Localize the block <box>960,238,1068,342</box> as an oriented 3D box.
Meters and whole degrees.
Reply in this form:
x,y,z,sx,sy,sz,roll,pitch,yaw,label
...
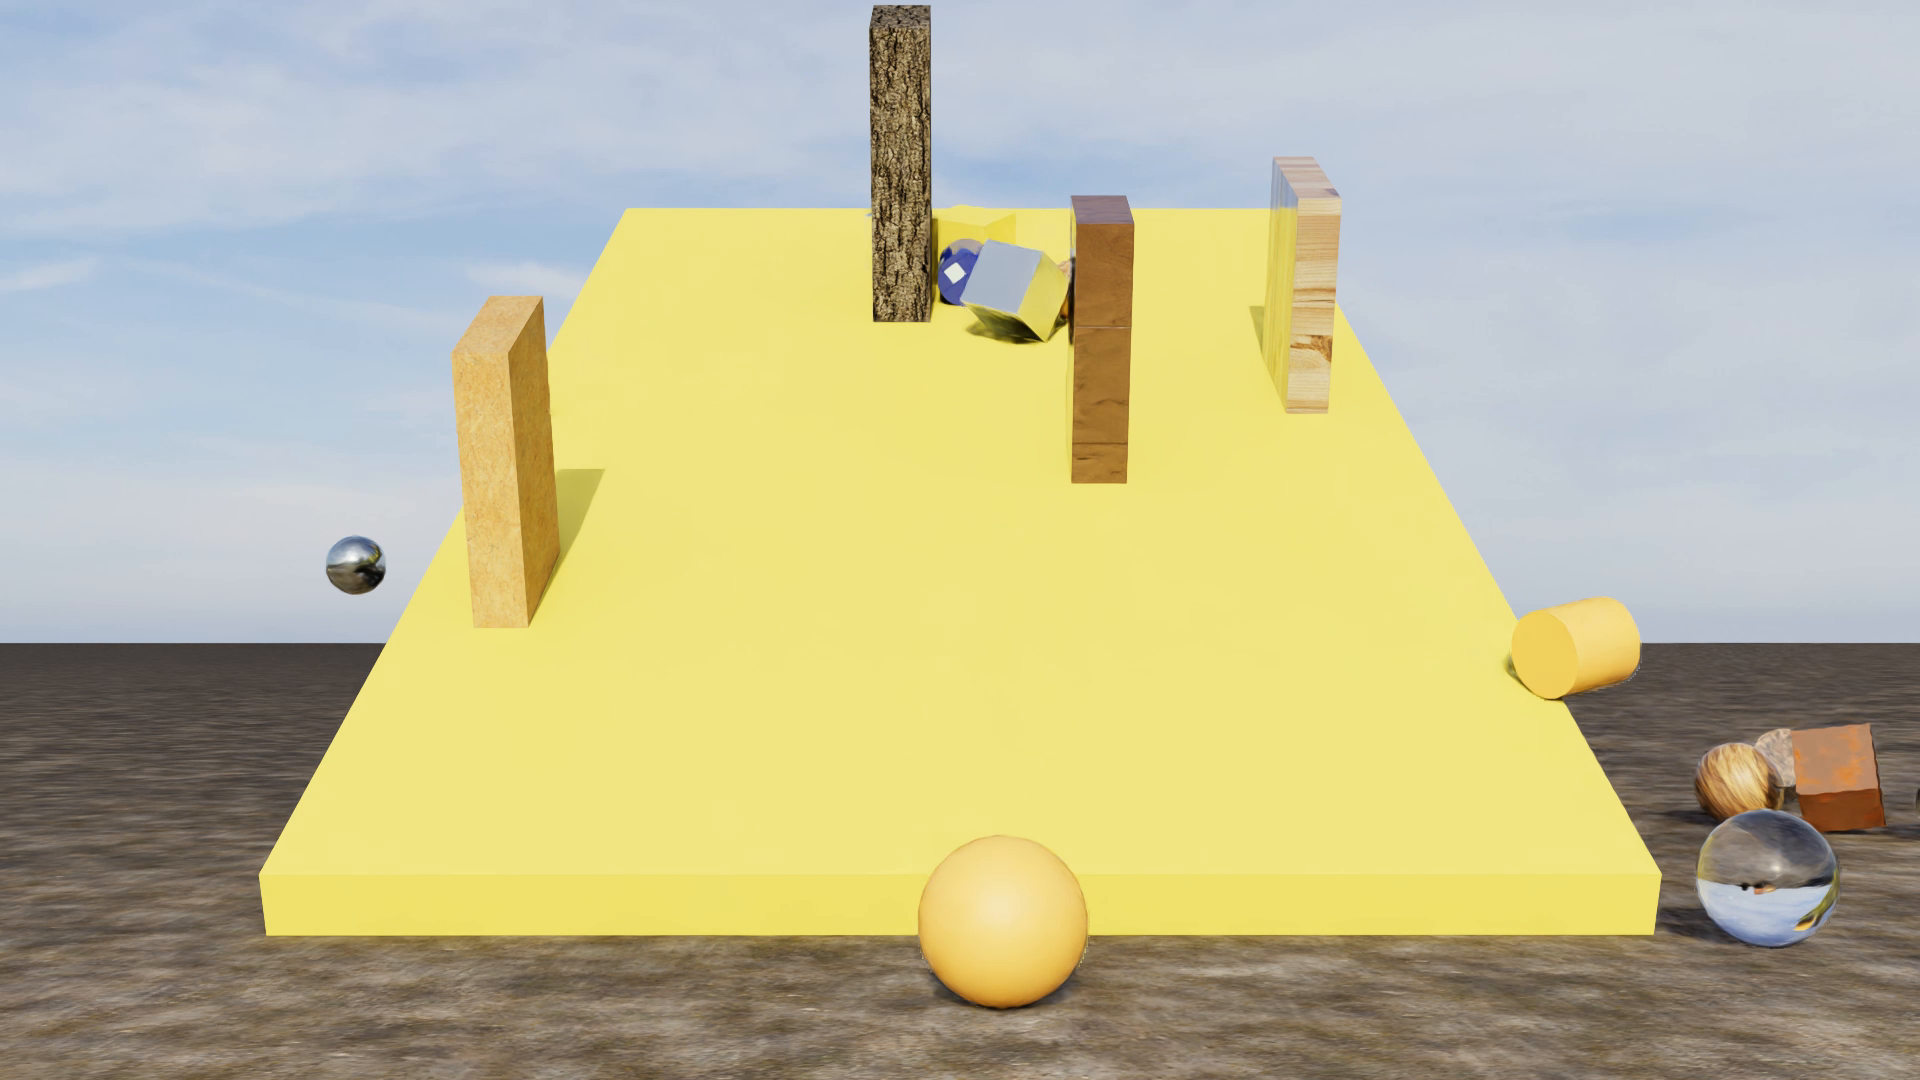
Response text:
x,y,z,sx,sy,sz,roll,pitch,yaw,label
0.139,-0.616,5.670,0.171,0.171,0.171,18,-10,32,block

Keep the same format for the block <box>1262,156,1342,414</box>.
x,y,z,sx,sy,sz,roll,pitch,yaw,label
0.783,-0.593,5.285,0.095,0.493,0.430,0,22,0,block

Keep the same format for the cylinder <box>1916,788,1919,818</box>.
x,y,z,sx,sy,sz,roll,pitch,yaw,label
2.112,0.553,4.831,0.160,0.160,0.160,-1,-3,32,cylinder

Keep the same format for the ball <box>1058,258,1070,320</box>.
x,y,z,sx,sy,sz,roll,pitch,yaw,label
0.302,-0.637,5.835,0.163,0.163,0.163,0,-2,0,ball

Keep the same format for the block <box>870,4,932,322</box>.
x,y,z,sx,sy,sz,roll,pitch,yaw,label
-0.149,-0.967,5.881,0.147,0.741,0.371,0,22,0,block

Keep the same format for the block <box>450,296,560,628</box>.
x,y,z,sx,sy,sz,roll,pitch,yaw,label
-0.814,-0.146,4.139,0.097,0.508,0.359,0,22,0,block

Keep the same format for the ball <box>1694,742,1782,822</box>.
x,y,z,sx,sy,sz,roll,pitch,yaw,label
1.766,0.555,5.213,0.190,0.190,0.190,0,-2,0,ball

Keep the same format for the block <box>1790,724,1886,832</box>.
x,y,z,sx,sy,sz,roll,pitch,yaw,label
1.904,0.518,4.975,0.162,0.162,0.162,-9,-40,22,block

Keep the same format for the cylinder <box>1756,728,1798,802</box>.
x,y,z,sx,sy,sz,roll,pitch,yaw,label
2.120,0.583,5.920,0.153,0.153,0.153,-1,-21,15,cylinder

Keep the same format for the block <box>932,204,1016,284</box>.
x,y,z,sx,sy,sz,roll,pitch,yaw,label
0.031,-0.790,6.196,0.179,0.179,0.179,12,25,28,block

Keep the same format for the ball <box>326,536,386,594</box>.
x,y,z,sx,sy,sz,roll,pitch,yaw,label
-1.260,0.052,4.785,0.124,0.124,0.124,0,-2,0,ball

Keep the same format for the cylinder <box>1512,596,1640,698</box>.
x,y,z,sx,sy,sz,roll,pitch,yaw,label
1.027,0.178,3.826,0.148,0.148,0.148,-10,3,-31,cylinder

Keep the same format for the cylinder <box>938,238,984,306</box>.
x,y,z,sx,sy,sz,roll,pitch,yaw,label
0.015,-0.702,6.021,0.146,0.146,0.146,0,22,1,cylinder

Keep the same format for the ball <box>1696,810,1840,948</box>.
x,y,z,sx,sy,sz,roll,pitch,yaw,label
1.121,0.470,3.187,0.190,0.190,0.190,0,-2,0,ball

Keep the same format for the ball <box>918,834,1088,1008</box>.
x,y,z,sx,sy,sz,roll,pitch,yaw,label
0.050,0.443,2.670,0.199,0.199,0.199,0,-2,0,ball

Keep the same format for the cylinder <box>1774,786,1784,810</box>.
x,y,z,sx,sy,sz,roll,pitch,yaw,label
1.894,0.607,5.499,0.110,0.110,0.110,2,-3,-38,cylinder

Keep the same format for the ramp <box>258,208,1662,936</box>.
x,y,z,sx,sy,sz,roll,pitch,yaw,label
-0.006,-0.220,5.146,2.000,0.100,4.000,0,22,0,ramp

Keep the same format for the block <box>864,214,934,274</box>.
x,y,z,sx,sy,sz,roll,pitch,yaw,label
-0.154,-0.807,6.264,0.158,0.158,0.158,-15,26,-33,block

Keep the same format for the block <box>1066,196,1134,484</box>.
x,y,z,sx,sy,sz,roll,pitch,yaw,label
0.288,-0.417,4.767,0.116,0.550,0.244,0,22,0,block
